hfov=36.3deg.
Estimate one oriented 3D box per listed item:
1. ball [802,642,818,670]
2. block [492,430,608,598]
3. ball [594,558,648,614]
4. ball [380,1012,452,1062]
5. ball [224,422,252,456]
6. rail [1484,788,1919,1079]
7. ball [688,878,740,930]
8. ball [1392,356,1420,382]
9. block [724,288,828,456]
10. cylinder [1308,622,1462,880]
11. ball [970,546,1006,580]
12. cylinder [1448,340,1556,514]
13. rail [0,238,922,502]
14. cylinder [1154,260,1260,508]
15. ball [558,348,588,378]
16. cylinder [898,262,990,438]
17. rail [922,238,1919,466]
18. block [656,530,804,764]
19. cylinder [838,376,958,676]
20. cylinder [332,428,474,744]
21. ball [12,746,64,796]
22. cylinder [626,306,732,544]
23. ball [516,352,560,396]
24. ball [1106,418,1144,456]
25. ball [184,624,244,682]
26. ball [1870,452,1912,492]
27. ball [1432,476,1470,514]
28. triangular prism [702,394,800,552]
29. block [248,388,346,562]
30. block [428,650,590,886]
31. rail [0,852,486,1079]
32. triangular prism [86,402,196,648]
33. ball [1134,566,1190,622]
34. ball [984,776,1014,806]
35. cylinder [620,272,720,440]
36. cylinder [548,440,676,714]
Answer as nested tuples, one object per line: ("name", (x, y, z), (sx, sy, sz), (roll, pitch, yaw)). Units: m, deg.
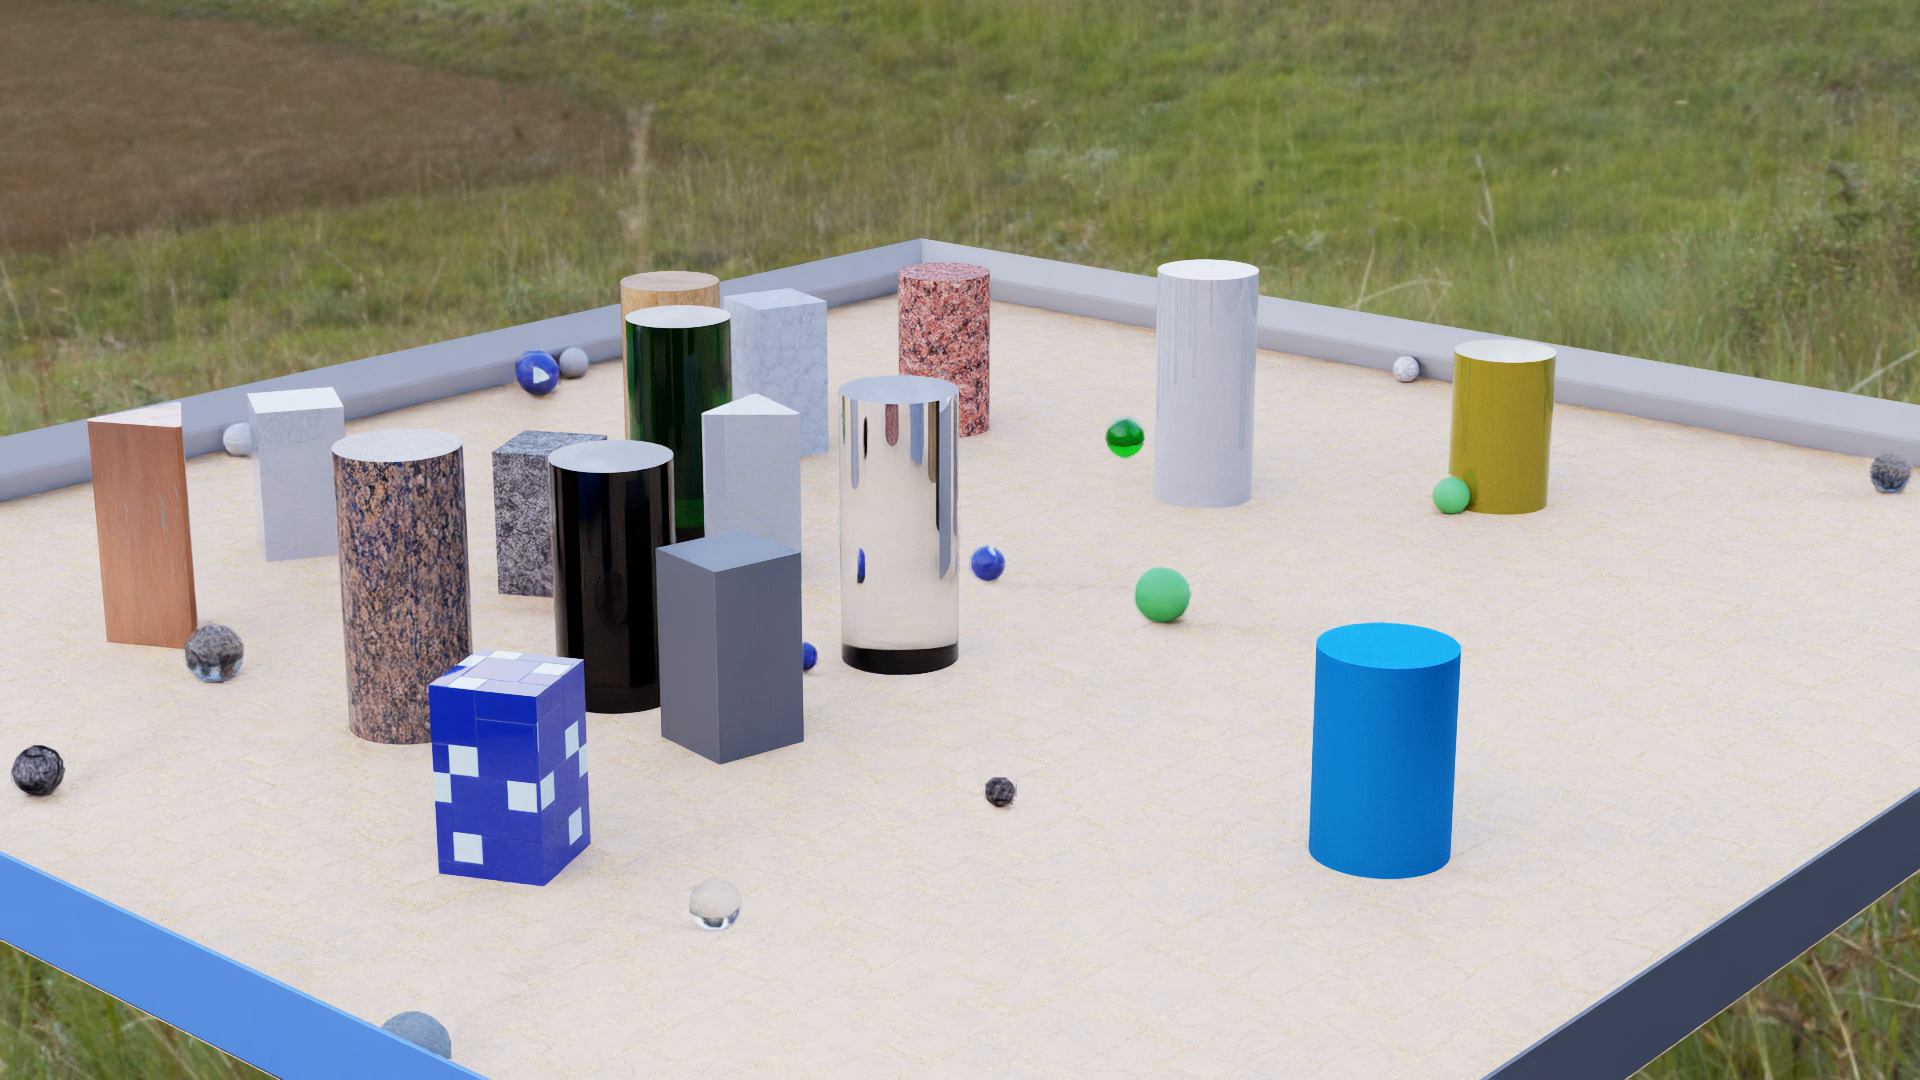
("ball", (-0.254, 0.187, 4.742), (0.048, 0.048, 0.048), (0, 17, 0))
("block", (-0.715, -0.045, 5.151), (0.155, 0.257, 0.155), (4, 17, 13))
("ball", (-0.581, 0.079, 5.022), (0.094, 0.094, 0.094), (0, 17, 0))
("ball", (-0.627, 0.584, 3.353), (0.090, 0.090, 0.090), (0, 17, 0))
("ball", (-1.473, -0.205, 6.005), (0.070, 0.070, 0.070), (0, 17, 0))
("rail", (1.329, 0.365, 4.015), (0.045, 0.126, 3.801), (14, 22, 39))
("ball", (-0.316, 0.469, 3.776), (0.067, 0.067, 0.067), (0, 17, 0))
("ball", (1.008, -0.387, 6.625), (0.059, 0.059, 0.059), (0, 17, 0))
("block", (-0.377, -0.340, 6.025), (0.155, 0.317, 0.155), (-10, 20, -31))
("cylinder", (0.576, 0.284, 3.986), (0.193, 0.299, 0.193), (0, 17, 0))
("ball", (0.050, 0.042, 5.200), (0.062, 0.062, 0.062), (0, 17, 0))
("cylinder", (1.044, -0.219, 5.655), (0.193, 0.299, 0.193), (0, 17, 0))
("rail", (-1.329, -0.302, 6.225), (0.045, 0.126, 3.801), (14, 22, 39))
("cylinder", (0.475, -0.303, 5.672), (0.193, 0.448, 0.193), (0, 17, 0))
("ball", (-0.880, -0.403, 6.663), (0.068, 0.068, 0.068), (0, 17, 0))
("cylinder", (-0.034, -0.402, 6.196), (0.193, 0.336, 0.193), (0, 17, 0))
("rail", (1.231, -0.378, 6.477), (3.568, 0.126, 0.045), (14, 22, 39))
("block", (-0.345, 0.158, 4.403), (0.155, 0.299, 0.155), (-13, 21, -37))
("cylinder", (-0.098, -0.025, 4.751), (0.193, 0.450, 0.193), (0, 17, 0))
("cylinder", (-0.842, 0.069, 4.450), (0.193, 0.442, 0.193), (0, 17, 0))
("ball", (-1.327, 0.332, 4.221), (0.072, 0.072, 0.072), (0, 17, 0))
("cylinder", (-0.516, -0.212, 5.431), (0.193, 0.414, 0.193), (0, 17, 0))
("ball", (-0.935, -0.369, 6.500), (0.097, 0.097, 0.097), (0, 17, 0))
("ball", (0.338, -0.210, 6.003), (0.079, 0.079, 0.079), (0, 17, 0))
("ball", (-1.192, 0.180, 4.688), (0.093, 0.093, 0.093), (0, 17, 0))
("ball", (1.824, -0.132, 5.747), (0.078, 0.078, 0.078), (0, 17, 0))
("ball", (0.939, -0.086, 5.608), (0.071, 0.071, 0.071), (0, 17, 0))
("triangular prism", (-0.366, -0.094, 5.228), (0.167, 0.306, 0.145), (0, 17, 0))
("block", (-1.208, -0.121, 5.366), (0.155, 0.278, 0.155), (-6, 18, -18))
("block", (-0.607, 0.306, 3.966), (0.155, 0.269, 0.155), (5, 17, 16))
("rail", (-1.231, 0.441, 3.763), (3.568, 0.126, 0.045), (14, 22, 39))
("triangular prism", (-1.323, -0.027, 4.878), (0.167, 0.380, 0.145), (5, 17, 15))
("ball", (0.344, 0.093, 4.974), (0.095, 0.095, 0.095), (0, 17, 0))
("ball", (0.056, 0.359, 4.181), (0.043, 0.043, 0.043), (0, 17, 0))
("cylinder", (-0.568, -0.315, 5.798), (0.193, 0.400, 0.193), (0, 17, 0))
("cylinder", (-0.540, 0.056, 4.587), (0.193, 0.389, 0.193), (0, 17, 0))
